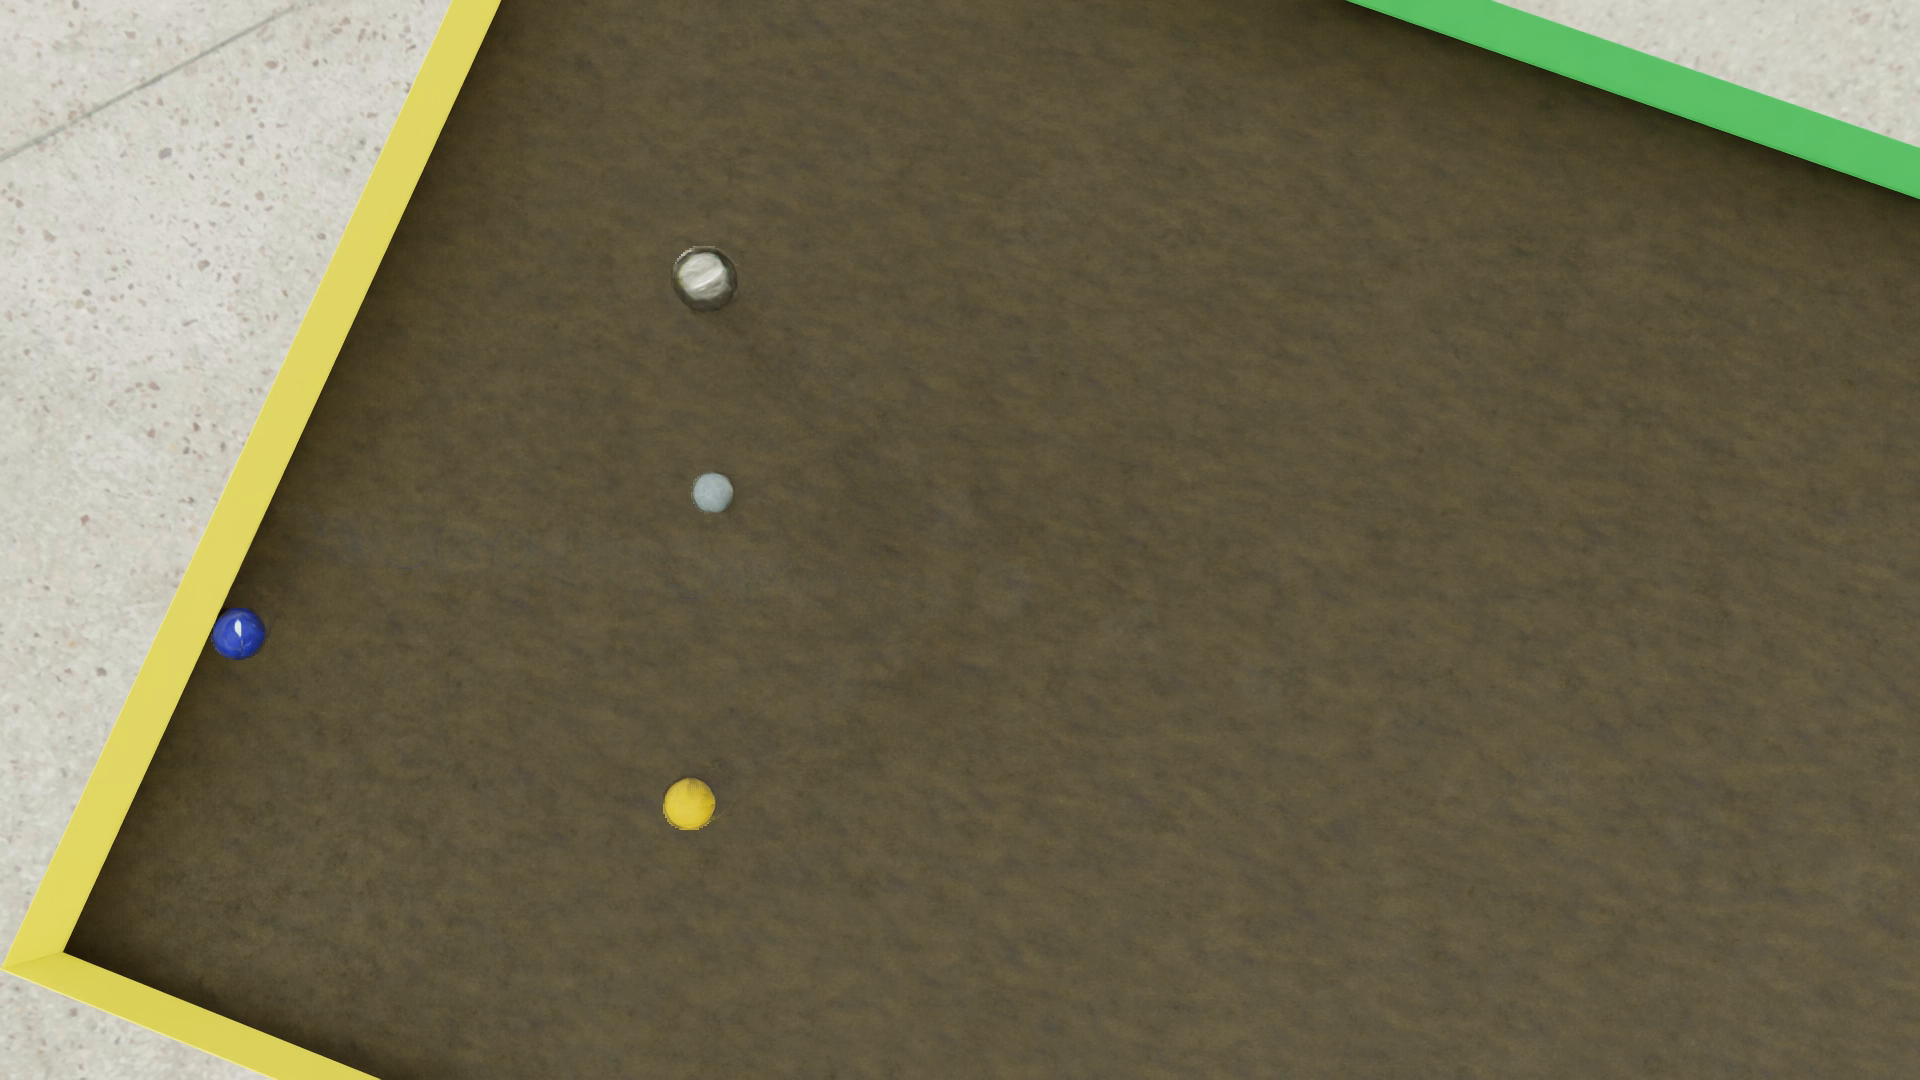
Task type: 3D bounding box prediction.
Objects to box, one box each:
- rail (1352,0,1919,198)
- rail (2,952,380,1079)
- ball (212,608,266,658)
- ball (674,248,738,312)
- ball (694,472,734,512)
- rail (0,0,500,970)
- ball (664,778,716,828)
[{"bbox_3d":[1.338,-0.606,3.415,4.128,0.128,0.045,20,78,4],"label":"rail"},{"bbox_3d":[0.591,1.311,2.992,4.128,0.128,0.045,20,78,4],"label":"rail"},{"bbox_3d":[-1.075,0.138,3.279,0.075,0.075,0.075,0,78,0],"label":"ball"},{"bbox_3d":[-0.392,-0.400,3.385,0.098,0.098,0.098,0,78,0],"label":"ball"},{"bbox_3d":[-0.374,-0.072,3.332,0.061,0.061,0.061,0,78,0],"label":"ball"},{"bbox_3d":[-0.942,-0.356,3.359,0.045,0.128,2.148,20,78,4],"label":"rail"},{"bbox_3d":[-0.396,0.386,3.225,0.074,0.074,0.074,0,78,0],"label":"ball"}]
